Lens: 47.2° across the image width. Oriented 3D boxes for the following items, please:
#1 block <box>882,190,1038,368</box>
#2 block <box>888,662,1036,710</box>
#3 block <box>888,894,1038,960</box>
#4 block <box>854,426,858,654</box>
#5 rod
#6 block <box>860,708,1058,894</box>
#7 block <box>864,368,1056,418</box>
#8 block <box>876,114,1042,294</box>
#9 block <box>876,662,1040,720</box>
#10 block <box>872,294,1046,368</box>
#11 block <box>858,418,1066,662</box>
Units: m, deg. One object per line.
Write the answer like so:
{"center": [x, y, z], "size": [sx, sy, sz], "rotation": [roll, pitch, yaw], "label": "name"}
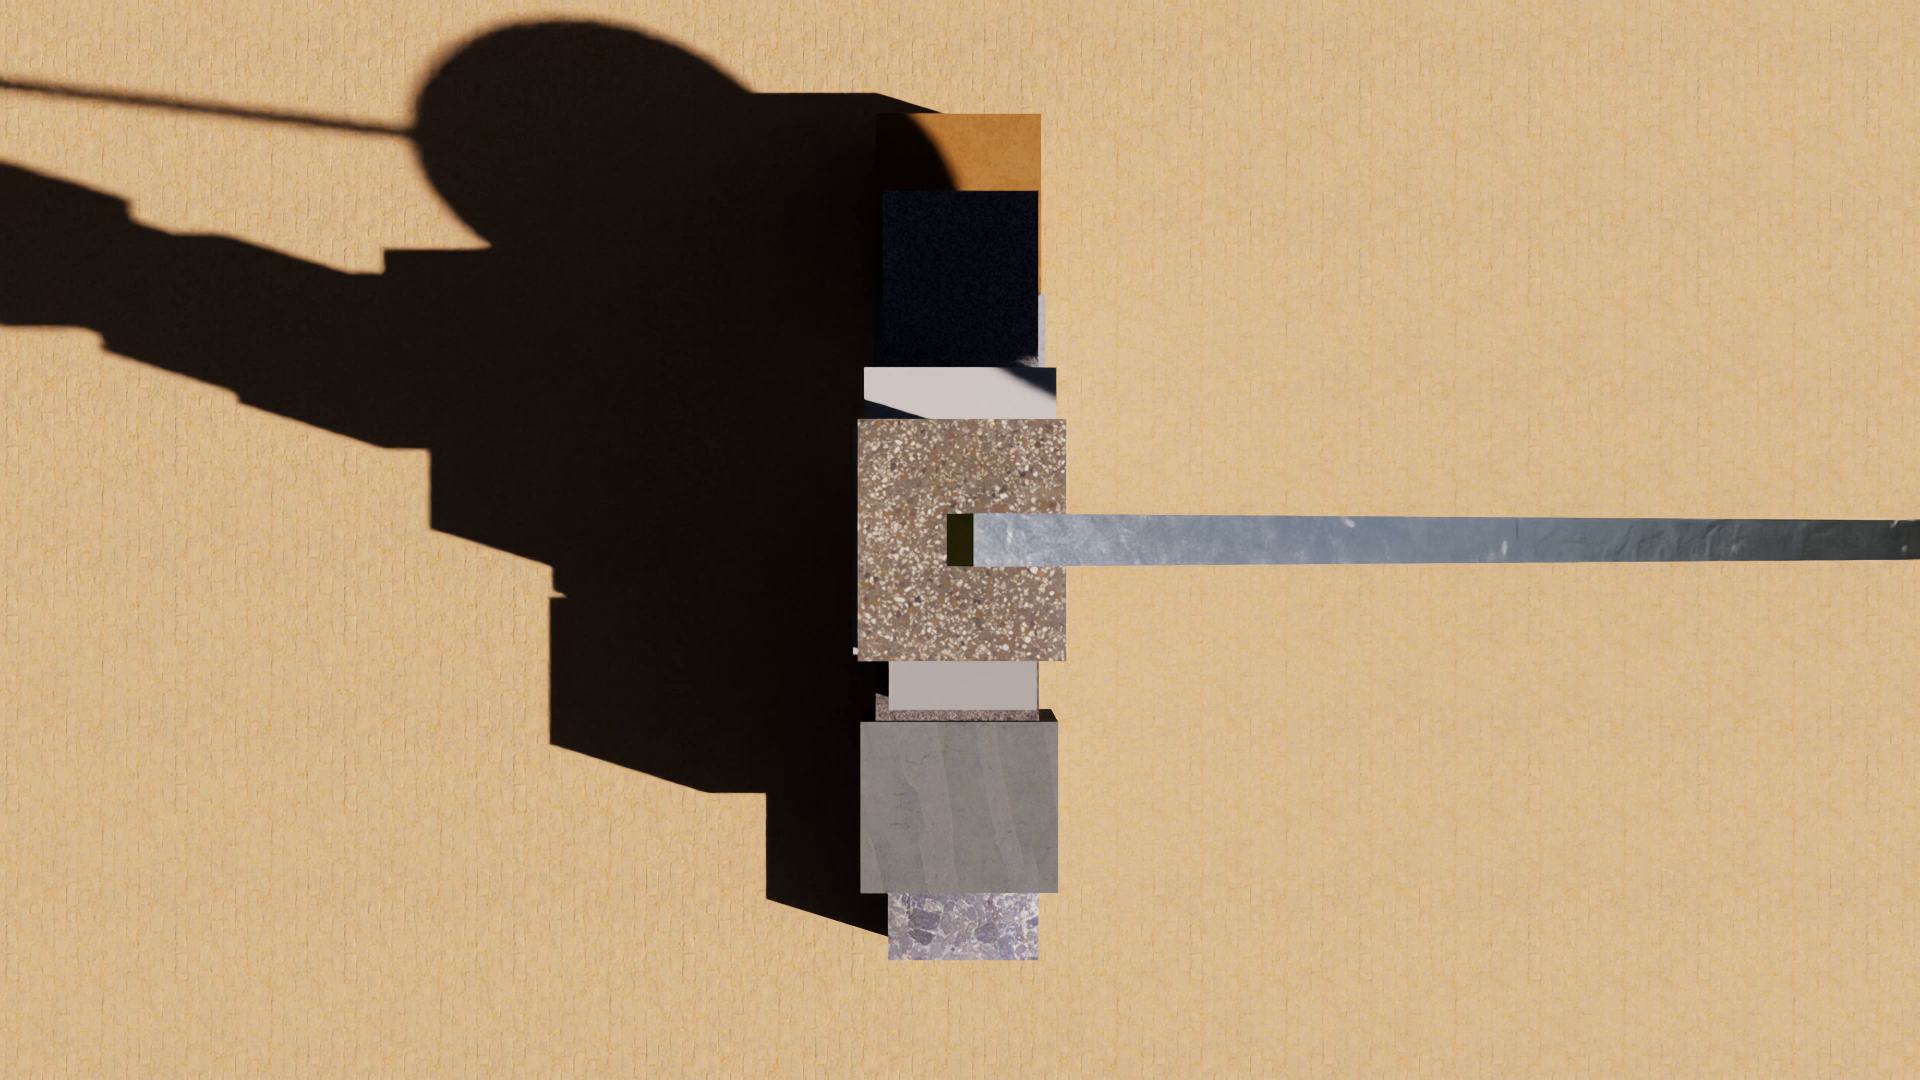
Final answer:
{"center": [0.003, -1.342, 11.744], "size": [0.804, 0.783, 0.924], "rotation": [0, 90, 0], "label": "block"}
{"center": [0.013, 0.466, 10.805], "size": [0.700, 0.752, 0.680], "rotation": [0, 90, 0], "label": "block"}
{"center": [0.018, 1.945, 12.658], "size": [0.843, 0.684, 0.818], "rotation": [0, 90, 0], "label": "block"}
{"center": [0.000, 0.000, 7.841], "size": [0.728, 0.711, 0.778], "rotation": [0, 90, 0], "label": "block"}
{"center": [2.234, 0.000, 4.651], "size": [5.200, 0.080, 0.080], "rotation": [0, 90, -31], "label": "rod"}
{"center": [-0.003, 1.367, 11.666], "size": [1.010, 0.859, 0.875], "rotation": [0, 90, 0], "label": "block"}
{"center": [0.002, -0.345, 10.750], "size": [0.900, 0.935, 0.924], "rotation": [0, 90, 0], "label": "block"}
{"center": [-0.007, -1.859, 12.568], "size": [0.913, 0.864, 0.989], "rotation": [0, 90, 0], "label": "block"}
{"center": [-0.013, 0.518, 11.638], "size": [0.831, 0.915, 0.802], "rotation": [0, 90, 0], "label": "block"}
{"center": [-0.004, -0.856, 12.568], "size": [0.953, 0.863, 0.997], "rotation": [0, 90, 0], "label": "block"}
{"center": [0.006, 0.000, 7.177], "size": [0.652, 0.618, 0.757], "rotation": [0, 90, 0], "label": "block"}
